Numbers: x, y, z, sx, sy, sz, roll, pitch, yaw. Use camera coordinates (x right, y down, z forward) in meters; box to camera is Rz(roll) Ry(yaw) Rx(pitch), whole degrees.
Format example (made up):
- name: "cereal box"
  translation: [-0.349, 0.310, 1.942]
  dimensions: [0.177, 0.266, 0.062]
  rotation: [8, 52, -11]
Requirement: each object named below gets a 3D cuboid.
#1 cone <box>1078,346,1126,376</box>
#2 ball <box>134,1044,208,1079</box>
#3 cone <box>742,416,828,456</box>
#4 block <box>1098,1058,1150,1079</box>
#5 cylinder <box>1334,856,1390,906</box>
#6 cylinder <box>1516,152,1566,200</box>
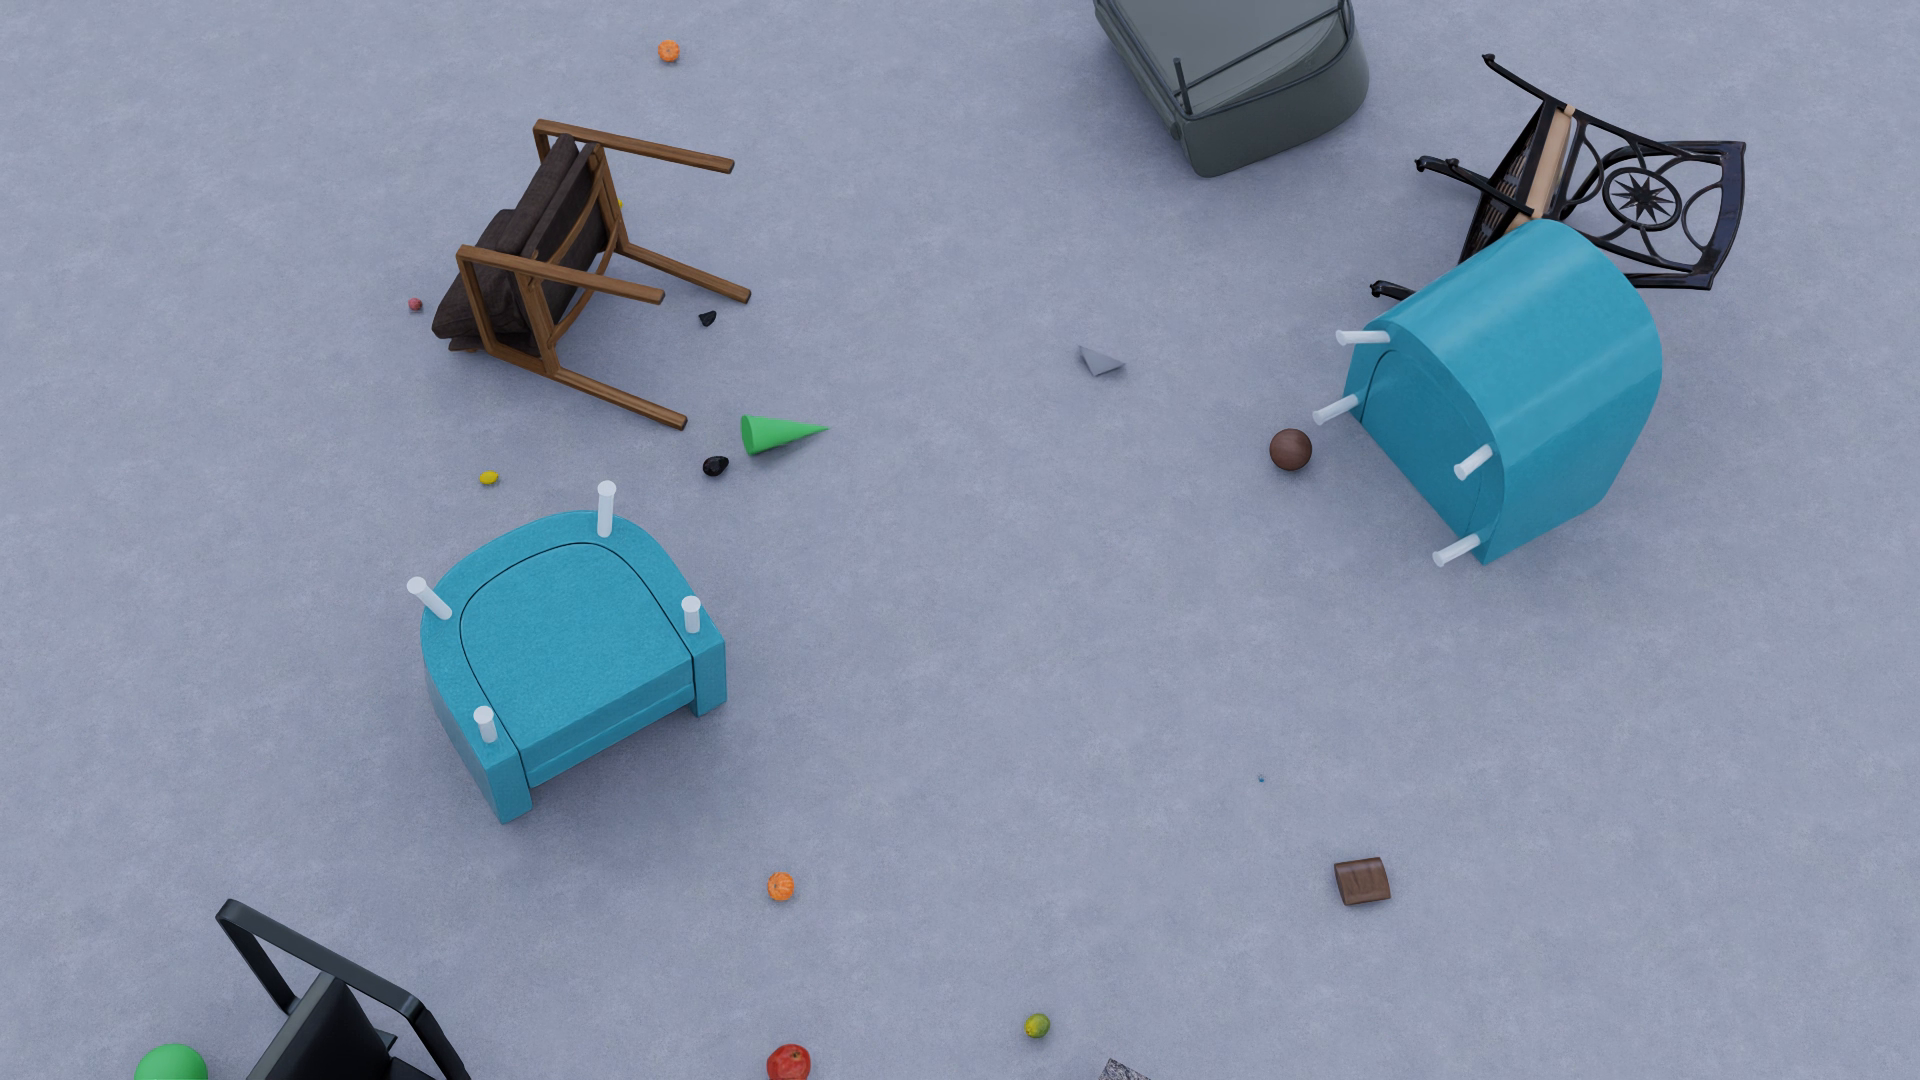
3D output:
- name: "cone"
  translation: [0.434, -0.549, 6.915]
  dimensions: [0.168, 0.114, 0.074]
  rotation: [22, 97, 8]
- name: "ball"
  translation: [-1.992, 1.362, 5.553]
  dimensions: [0.178, 0.178, 0.178]
  rotation: [0, 56, 0]
- name: "cone"
  translation: [-0.524, -0.333, 6.763]
  dimensions: [0.268, 0.113, 0.151]
  rotation: [-6, 38, -19]
- name: "block"
  translation: [0.374, 1.452, 5.507]
  dimensions: [0.126, 0.153, 0.233]
  rotation: [25, 60, 16]
- name: "cylinder"
  translation: [1.084, 0.919, 5.928]
  dimensions: [0.125, 0.048, 0.122]
  rotation: [-8, 59, -5]
- name: "cylinder"
  translation: [1.938, -1.214, 7.340]
  dimensions: [0.114, 0.077, 0.131]
  rotation: [-39, 77, -23]
